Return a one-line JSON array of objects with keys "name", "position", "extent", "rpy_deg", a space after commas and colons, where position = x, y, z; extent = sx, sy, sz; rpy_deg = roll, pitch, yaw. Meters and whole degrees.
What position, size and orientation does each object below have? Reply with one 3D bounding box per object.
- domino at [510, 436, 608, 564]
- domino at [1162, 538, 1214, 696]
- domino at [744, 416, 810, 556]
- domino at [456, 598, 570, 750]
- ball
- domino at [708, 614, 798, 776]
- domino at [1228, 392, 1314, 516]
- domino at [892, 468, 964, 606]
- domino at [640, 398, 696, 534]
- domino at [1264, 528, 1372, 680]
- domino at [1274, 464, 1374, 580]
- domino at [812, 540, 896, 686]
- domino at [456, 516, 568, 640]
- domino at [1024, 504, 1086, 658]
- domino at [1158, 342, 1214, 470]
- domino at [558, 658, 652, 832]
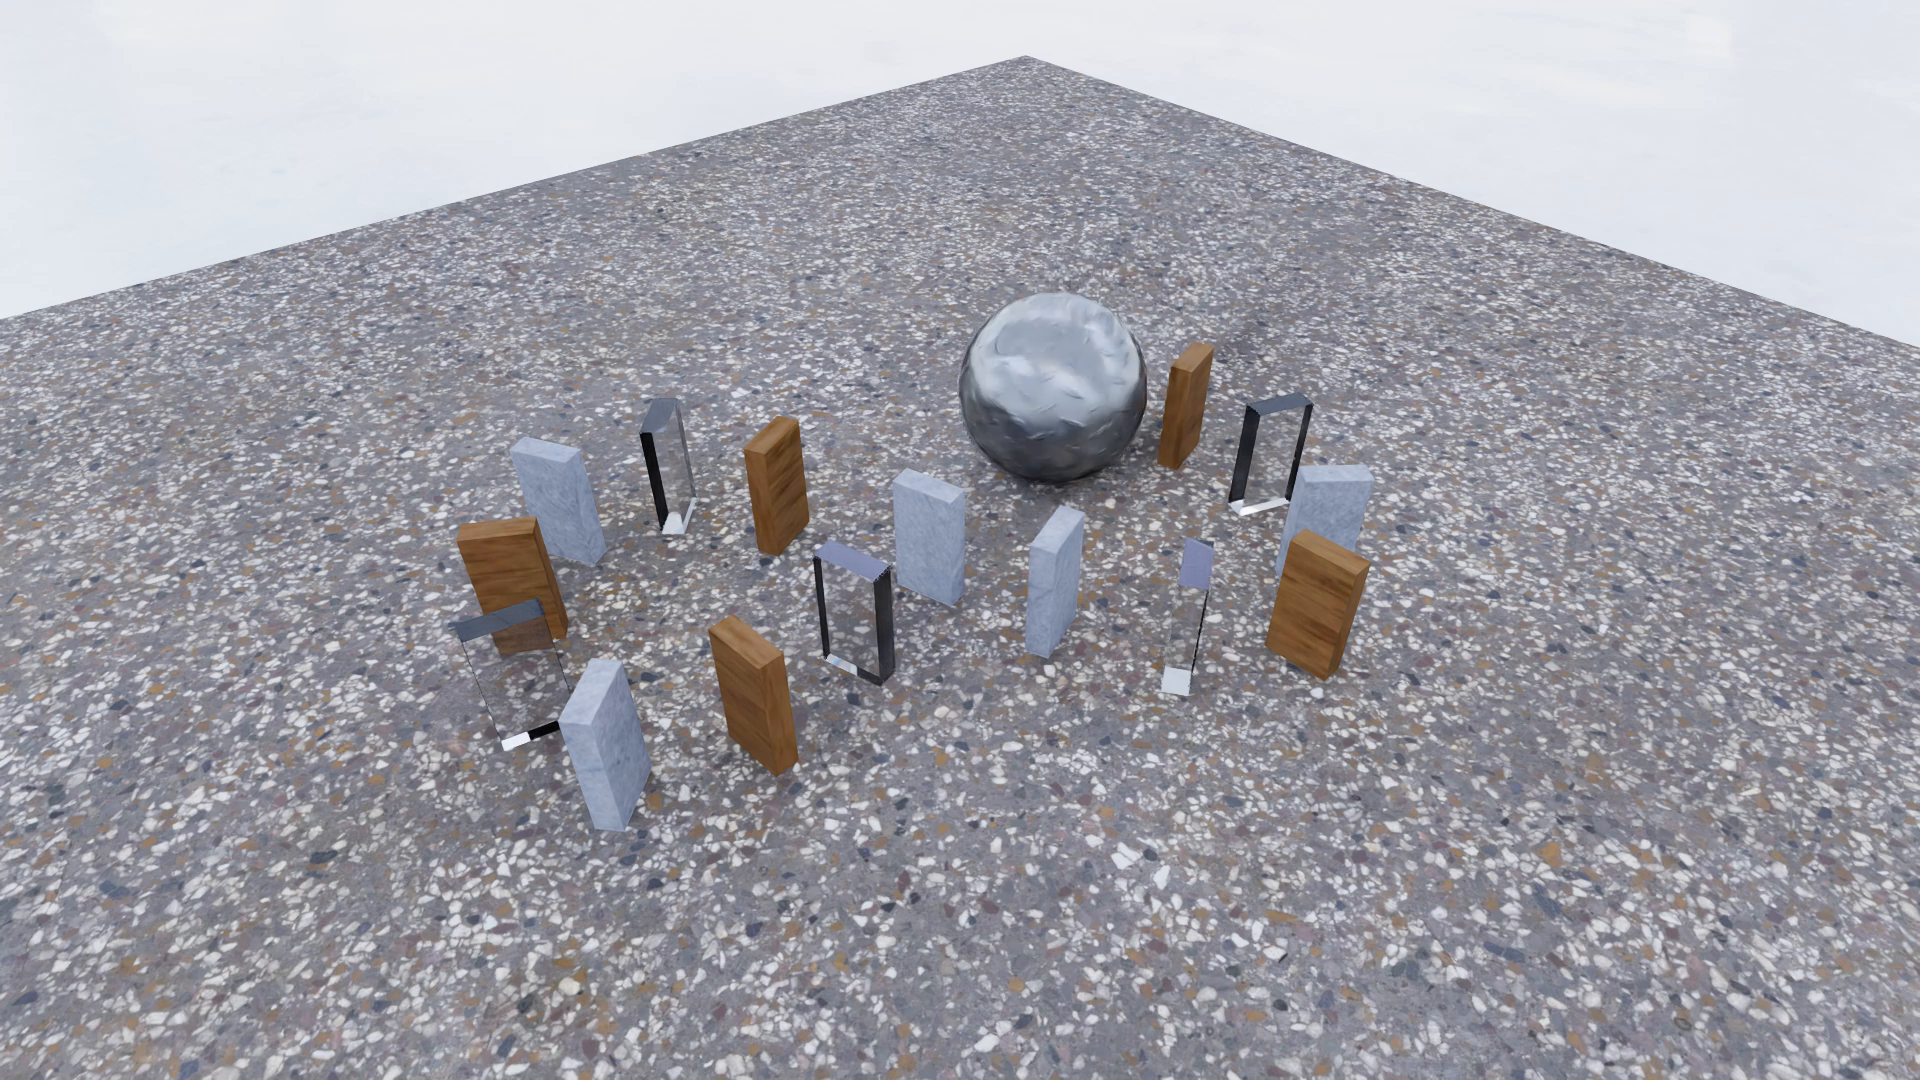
[{"name": "domino", "position": [-0.156, -0.015, 0.430], "extent": [0.025, 0.050, 0.010], "rpy_deg": [13, 41, 15]}, {"name": "domino", "position": [0.078, 0.027, 0.379], "extent": [0.009, 0.050, 0.025], "rpy_deg": [9, 40, 11]}, {"name": "domino", "position": [-0.072, -0.021, 0.437], "extent": [0.010, 0.050, 0.025], "rpy_deg": [16, 42, 18]}, {"name": "domino", "position": [-0.143, 0.044, 0.358], "extent": [0.025, 0.050, 0.009], "rpy_deg": [-20, 43, -23]}, {"name": "ball", "position": [0.039, -0.064, 0.466], "extent": [0.080, 0.080, 0.080], "rpy_deg": [0, 39, 0]}, {"name": "domino", "position": [-0.065, 0.050, 0.350], "extent": [0.025, 0.050, 0.009], "rpy_deg": [31, 49, 32]}, {"name": "domino", "position": [0.128, -0.035, 0.454], "extent": [0.025, 0.050, 0.009], "rpy_deg": [-14, 41, -16]}, {"name": "domino", "position": [-0.011, -0.001, 0.412], "extent": [0.025, 0.050, 0.010], "rpy_deg": [21, 44, 24]}, {"name": "domino", "position": [-0.118, -0.030, 0.448], "extent": [0.010, 0.050, 0.025], "rpy_deg": [1, 39, 1]}, {"name": "domino", "position": [0.124, 0.023, 0.383], "extent": [0.009, 0.050, 0.025], "rpy_deg": [-32, 49, -33]}, {"name": "domino", "position": [0.138, -0.005, 0.418], "extent": [0.025, 0.050, 0.009], "rpy_deg": [-1, 39, -1]}, {"name": "domino", "position": [-0.036, 0.026, 0.380], "extent": [0.025, 0.050, 0.009], "rpy_deg": [22, 44, 24]}, {"name": "domino", "position": [-0.159, 0.015, 0.393], "extent": [0.025, 0.050, 0.010], "rpy_deg": [-6, 40, -8]}, {"name": "domino", "position": [0.034, 0.015, 0.393], "extent": [0.010, 0.050, 0.025], "rpy_deg": [19, 43, 21]}, {"name": "domino", "position": [0.099, -0.059, 0.483], "extent": [0.010, 0.050, 0.025], "rpy_deg": [22, 44, 24]}, {"name": "domino", "position": [-0.107, 0.063, 0.335], "extent": [0.009, 0.050, 0.025], "rpy_deg": [5, 40, 6]}]
